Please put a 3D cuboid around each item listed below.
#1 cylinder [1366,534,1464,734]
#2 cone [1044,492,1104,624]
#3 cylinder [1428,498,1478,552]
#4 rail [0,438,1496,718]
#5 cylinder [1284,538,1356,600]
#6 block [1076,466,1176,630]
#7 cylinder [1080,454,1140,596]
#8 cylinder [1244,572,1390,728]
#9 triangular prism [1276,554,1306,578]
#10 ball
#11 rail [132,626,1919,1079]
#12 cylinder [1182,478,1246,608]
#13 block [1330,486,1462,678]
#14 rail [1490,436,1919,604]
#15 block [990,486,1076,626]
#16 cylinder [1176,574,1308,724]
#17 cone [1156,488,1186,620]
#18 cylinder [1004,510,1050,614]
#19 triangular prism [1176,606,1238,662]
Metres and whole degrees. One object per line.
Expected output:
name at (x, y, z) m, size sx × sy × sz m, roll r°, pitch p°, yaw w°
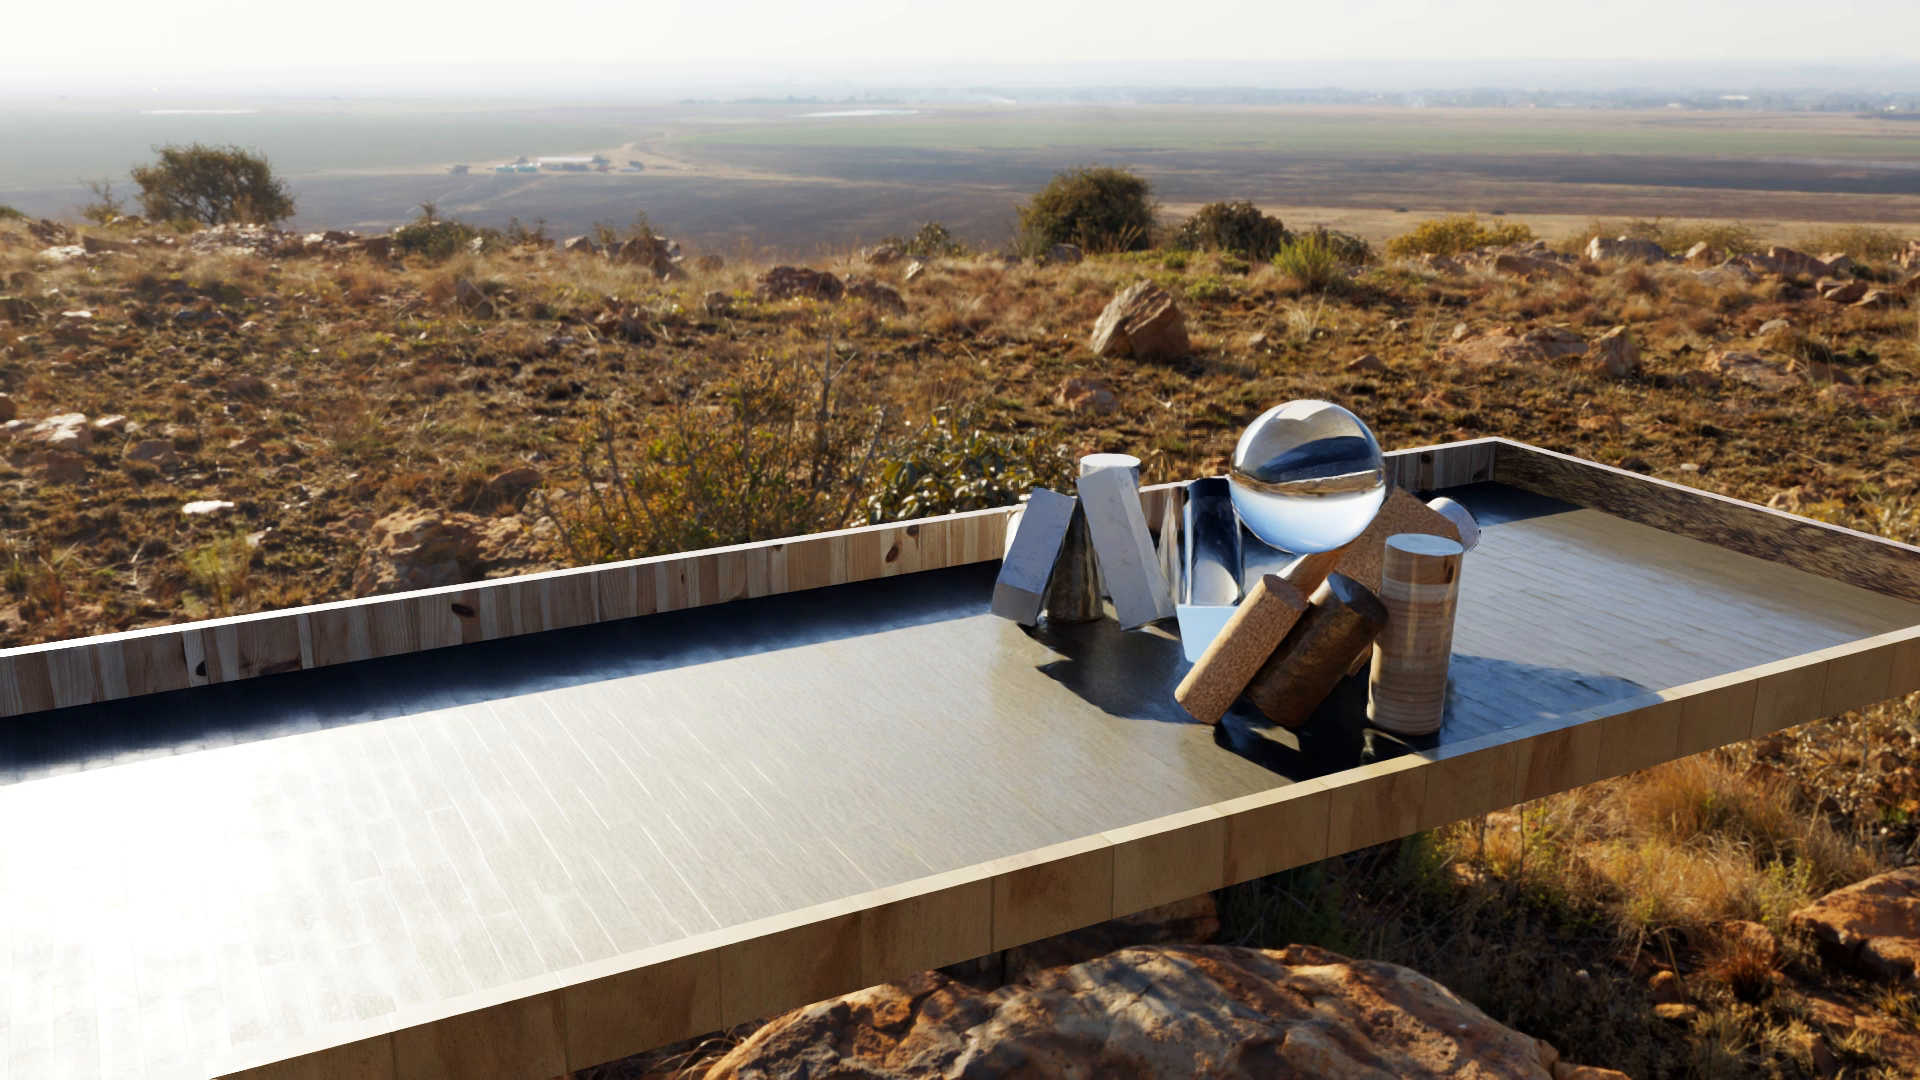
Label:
cylinder at (1.054, 0.217, 3.833) m, size 0.173 × 0.434 × 0.173 m, roll 2°, pitch 16°, yaw -1°
cone at (0.328, 0.018, 4.585) m, size 0.170 × 0.393 × 0.170 m, roll 2°, pitch 16°, yaw 0°
cylinder at (1.199, 0.076, 4.485) m, size 0.449 × 0.163 × 0.163 m, roll -37°, pitch 32°, yaw -21°
rail at (-3.305, 0.497, 3.399) m, size 12.000 × 0.150 × 0.050 m, roll -9°, pitch 18°, yaw -27°
cylinder at (0.890, 0.149, 4.293) m, size 0.132 × 0.132 × 0.442 m, roll 17°, pitch 50°, yaw 45°
block at (0.450, 0.022, 4.481) m, size 0.114 × 0.431 × 0.114 m, roll -22°, pitch -11°, yaw 28°
cylinder at (0.435, -0.046, 4.832) m, size 0.172 × 0.383 × 0.172 m, roll 0°, pitch 16°, yaw 0°
cylinder at (0.821, 0.257, 3.818) m, size 0.170 × 0.335 × 0.170 m, roll 26°, pitch 28°, yaw -15°
triangular prism at (0.925, 0.129, 4.525) m, size 0.331 × 0.140 × 0.122 m, roll -27°, pitch 75°, yaw -45°
ball at (0.872, -0.158, 4.148) m, size 0.390 × 0.390 × 0.390 m, roll 0°, pitch 16°, yaw 0°
rail at (-2.336, 1.006, 1.665) m, size 12.000 × 0.150 × 0.050 m, roll -9°, pitch 18°, yaw -27°
cylinder at (0.691, 0.049, 4.482) m, size 0.159 × 0.159 × 0.425 m, roll 1°, pitch 57°, yaw 3°
block at (1.037, 0.108, 4.117) m, size 0.166 × 0.443 × 0.166 m, roll 39°, pitch 3°, yaw 27°
rail at (2.466, -0.048, 5.253) m, size 0.050 × 0.150 × 2.100 m, roll -9°, pitch 18°, yaw -27°
block at (0.203, 0.041, 4.512) m, size 0.124 × 0.124 × 0.412 m, roll 17°, pitch 43°, yaw 7°
cylinder at (0.650, 0.254, 3.824) m, size 0.124 × 0.365 × 0.124 m, roll 25°, pitch 28°, yaw -14°
cone at (0.581, 0.027, 4.604) m, size 0.114 × 0.372 × 0.114 m, roll 0°, pitch 16°, yaw 0°
cylinder at (0.193, 0.065, 4.706) m, size 0.139 × 0.139 × 0.334 m, roll 2°, pitch 36°, yaw 5°
triangular prism at (0.685, 0.210, 4.082) m, size 0.310 × 0.128 × 0.148 m, roll -1°, pitch 45°, yaw 48°
